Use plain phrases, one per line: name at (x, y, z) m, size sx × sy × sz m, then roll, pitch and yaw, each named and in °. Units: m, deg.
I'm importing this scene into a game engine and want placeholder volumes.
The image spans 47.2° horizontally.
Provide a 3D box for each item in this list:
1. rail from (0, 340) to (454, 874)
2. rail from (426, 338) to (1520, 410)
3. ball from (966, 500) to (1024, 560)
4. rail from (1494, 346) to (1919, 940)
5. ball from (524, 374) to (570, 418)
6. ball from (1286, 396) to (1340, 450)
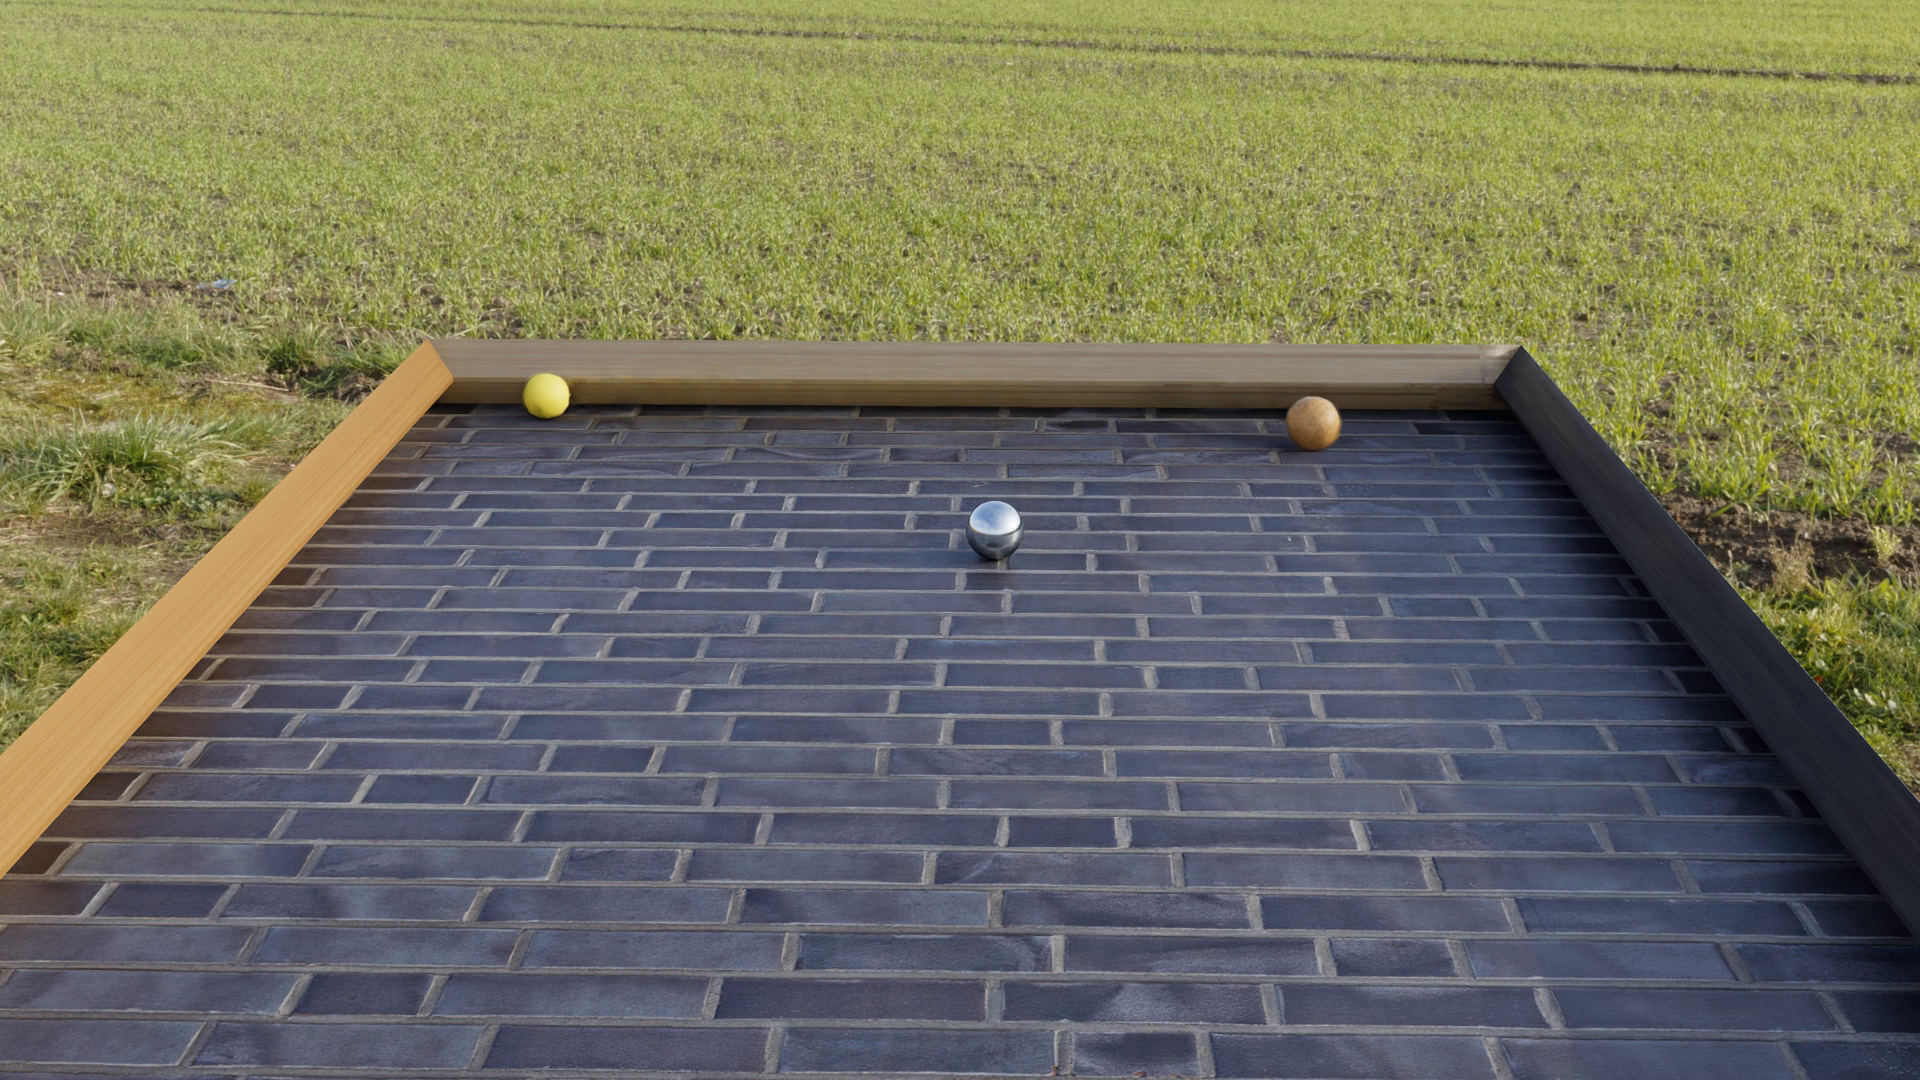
rail at (-0.751, 0.203, 1.830) m, size 0.045 × 0.091 × 2.645 m, roll 0°, pitch 19°, yaw 1°
rail at (0.015, -0.224, 3.038) m, size 1.519 × 0.091 × 0.045 m, roll 0°, pitch 19°, yaw 1°
ball at (0.039, -0.011, 2.476) m, size 0.066 × 0.066 × 0.066 m, roll 0°, pitch 19°, yaw 0°
rail at (0.720, 0.214, 1.797) m, size 0.045 × 0.091 × 2.645 m, roll 0°, pitch 19°, yaw 1°
ball at (-0.566, -0.197, 3.008) m, size 0.063 × 0.063 × 0.063 m, roll 0°, pitch 19°, yaw 0°
ball at (0.461, -0.153, 2.872) m, size 0.070 × 0.070 × 0.070 m, roll 0°, pitch 19°, yaw 0°
